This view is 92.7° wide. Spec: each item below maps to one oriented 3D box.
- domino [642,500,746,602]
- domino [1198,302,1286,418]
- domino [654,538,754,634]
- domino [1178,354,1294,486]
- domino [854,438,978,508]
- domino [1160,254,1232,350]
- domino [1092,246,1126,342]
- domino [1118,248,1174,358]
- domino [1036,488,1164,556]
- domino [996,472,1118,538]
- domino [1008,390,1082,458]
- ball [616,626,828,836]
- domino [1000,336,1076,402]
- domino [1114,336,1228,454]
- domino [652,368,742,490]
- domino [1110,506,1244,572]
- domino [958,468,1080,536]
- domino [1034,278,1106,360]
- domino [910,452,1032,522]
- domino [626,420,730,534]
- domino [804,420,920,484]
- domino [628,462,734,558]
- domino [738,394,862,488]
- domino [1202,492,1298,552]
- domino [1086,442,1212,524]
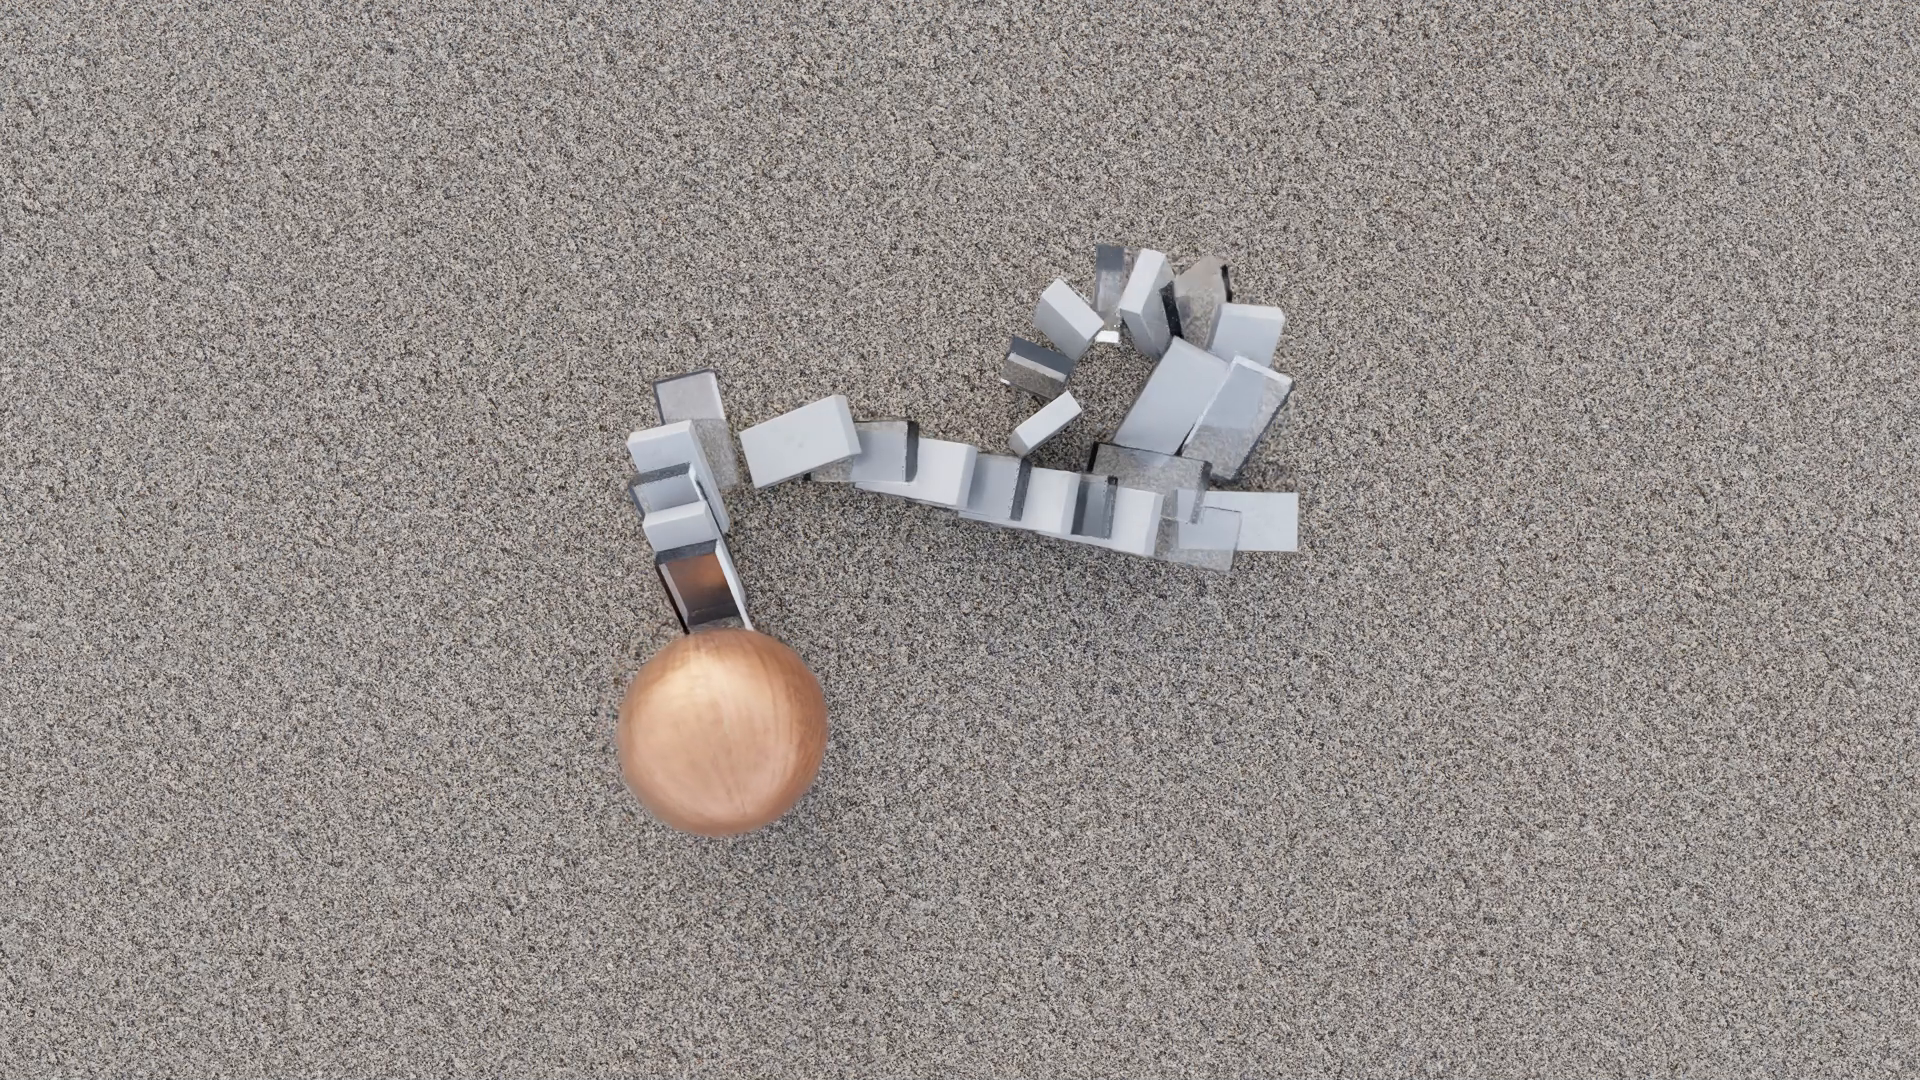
[{"bbox_3d":[-0.110,0.009,0.382,0.025,0.009,0.050,-13,126,0],"label":"domino"},{"bbox_3d":[0.114,-0.072,0.380,0.025,0.009,0.050,6,131,-1],"label":"domino"},{"bbox_3d":[-0.106,0.025,0.382,0.025,0.009,0.050,-12,126,0],"label":"domino"},{"bbox_3d":[0.114,-0.049,0.382,0.025,0.009,0.050,24,125,0],"label":"domino"},{"bbox_3d":[-0.019,-0.030,0.384,0.050,0.009,0.025,11,90,28],"label":"domino"},{"bbox_3d":[0.100,-0.090,0.377,0.025,0.050,0.010,-36,51,-3],"label":"domino"},{"bbox_3d":[0.061,-0.099,0.375,0.009,0.050,0.025,8,90,11],"label":"domino"},{"bbox_3d":[0.079,-0.096,0.375,0.009,0.050,0.025,23,90,25],"label":"domino"},{"bbox_3d":[0.057,-0.010,0.381,0.050,0.009,0.025,12,93,35],"label":"domino"},{"bbox_3d":[0.040,-0.016,0.382,0.050,0.009,0.025,7,90,35],"label":"domino"},{"bbox_3d":[0.034,-0.046,0.375,0.025,0.050,0.009,-36,90,0],"label":"domino"},{"bbox_3d":[-0.093,0.074,0.360,0.080,0.080,0.080,0,90,0],"label":"ball"},{"bbox_3d":[0.031,-0.069,0.375,0.025,0.050,0.009,23,90,0],"label":"domino"},{"bbox_3d":[0.087,-0.057,0.382,0.025,0.010,0.050,28,125,0],"label":"domino"},{"bbox_3d":[-0.113,-0.046,0.395,0.025,0.010,0.050,-14,90,0],"label":"domino"},{"bbox_3d":[0.091,-0.003,0.386,0.050,0.010,0.025,11,90,23],"label":"domino"},{"bbox_3d":[0.024,-0.018,0.381,0.050,0.009,0.025,11,92,35],"label":"domino"},{"bbox_3d":[0.044,-0.089,0.375,0.025,0.050,0.009,44,92,0],"label":"domino"},{"bbox_3d":[0.004,-0.024,0.382,0.050,0.009,0.025,11,90,33],"label":"domino"},{"bbox_3d":[-0.116,-0.023,0.382,0.025,0.009,0.050,-12,124,0],"label":"domino"},{"bbox_3d":[-0.042,-0.037,0.385,0.050,0.010,0.025,3,90,27],"label":"domino"},{"bbox_3d":[-0.115,-0.007,0.381,0.025,0.009,0.050,-14,126,1],"label":"domino"},{"bbox_3d":[-0.067,-0.041,0.385,0.050,0.010,0.025,-16,90,26],"label":"domino"},{"bbox_3d":[0.119,-0.008,0.395,0.050,0.010,0.025,1,90,0],"label":"domino"},{"bbox_3d":[0.077,-0.024,0.381,0.050,0.010,0.025,15,92,34],"label":"domino"}]
